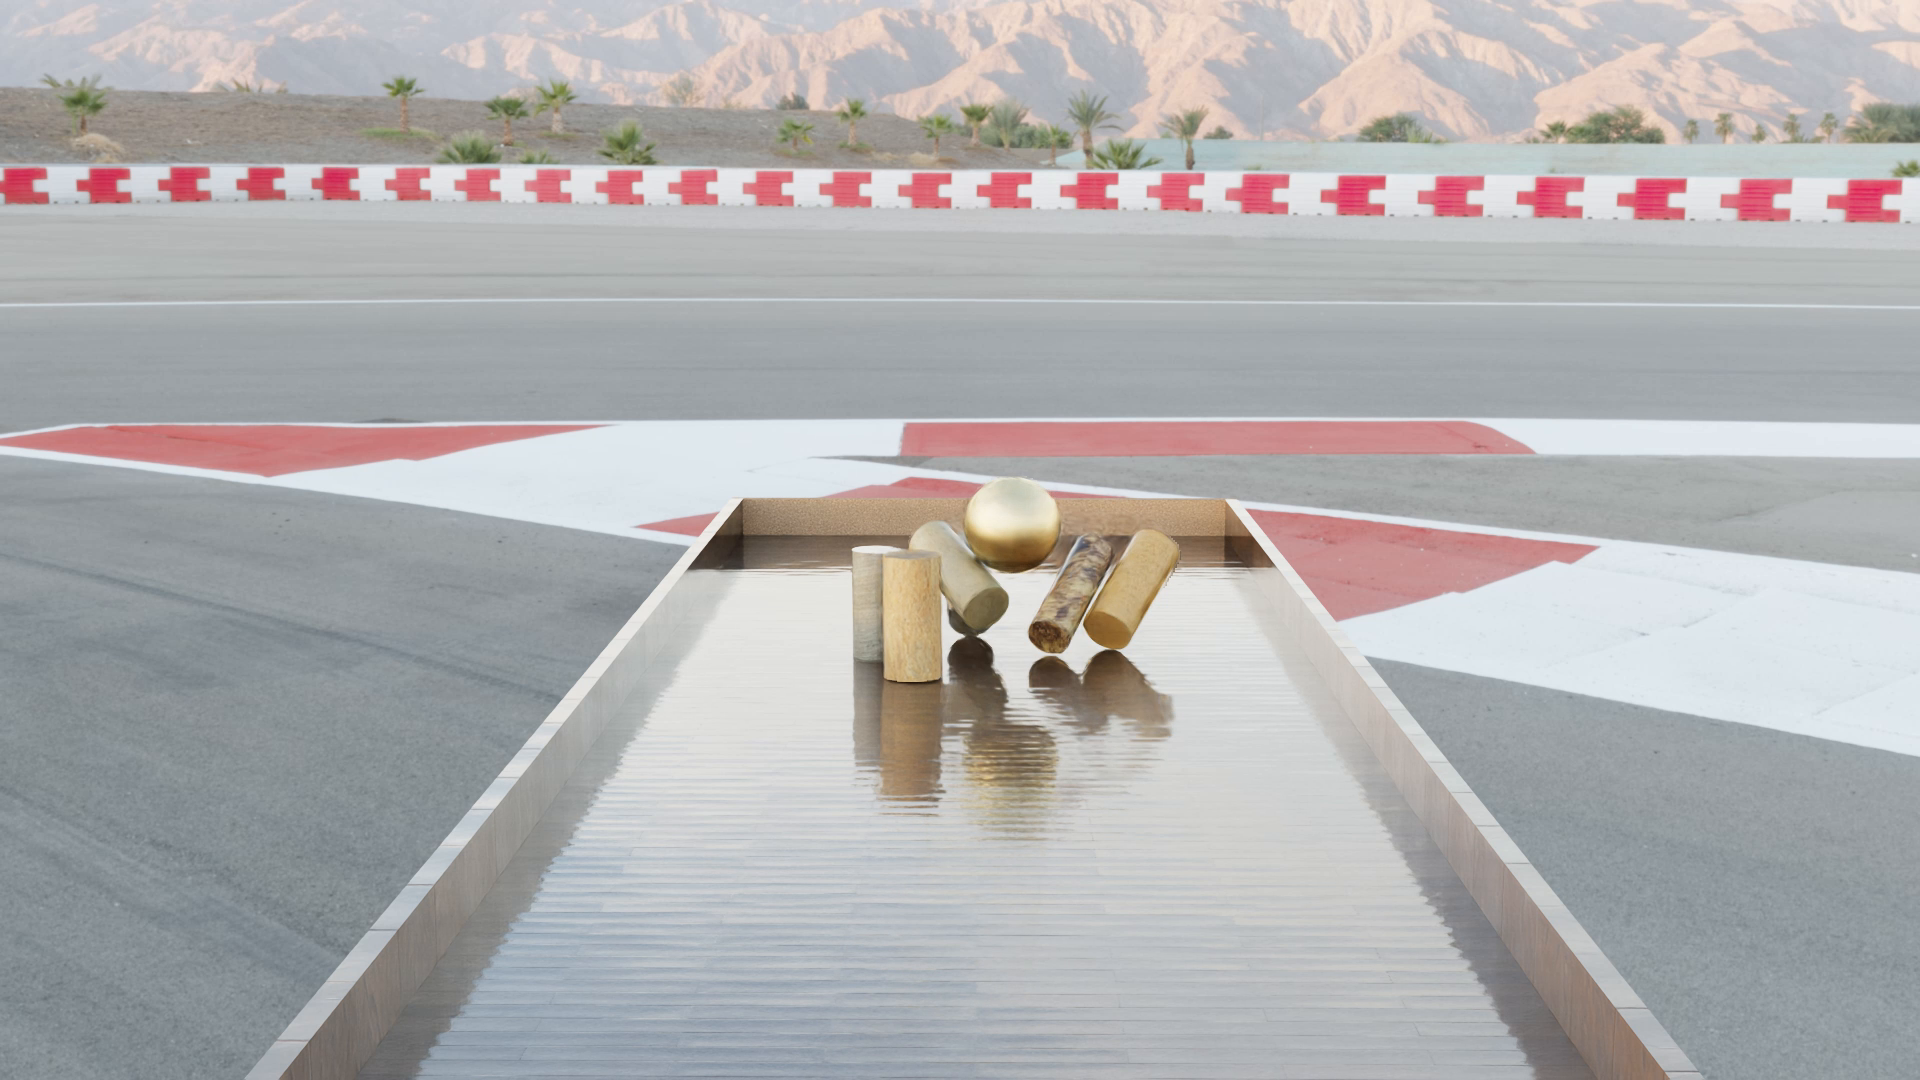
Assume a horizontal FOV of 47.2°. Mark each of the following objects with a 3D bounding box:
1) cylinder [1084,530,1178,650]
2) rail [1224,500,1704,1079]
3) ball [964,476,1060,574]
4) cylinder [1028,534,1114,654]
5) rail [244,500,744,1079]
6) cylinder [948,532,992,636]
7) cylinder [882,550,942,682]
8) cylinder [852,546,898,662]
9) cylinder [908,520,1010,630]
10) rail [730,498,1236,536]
[{"bbox_3d":[0.540,0.154,6.933,0.158,0.158,0.394,5,43,31],"label":"cylinder"},{"bbox_3d":[1.046,0.843,3.208,0.050,0.150,12.000,0,9,1],"label":"rail"},{"bbox_3d":[0.164,-0.047,6.906,0.305,0.305,0.305,0,9,0],"label":"ball"},{"bbox_3d":[0.350,0.166,6.889,0.133,0.133,0.438,4,39,24],"label":"cylinder"},{"bbox_3d":[-1.004,0.839,3.234,0.050,0.150,12.000,0,9,1],"label":"rail"},{"bbox_3d":[0.030,0.140,7.152,0.150,0.150,0.343,0,40,-2],"label":"cylinder"},{"bbox_3d":[-0.139,0.221,6.446,0.173,0.363,0.173,0,8,0],"label":"cylinder"},{"bbox_3d":[-0.258,0.194,6.711,0.141,0.336,0.141,0,9,0],"label":"cylinder"},{"bbox_3d":[-0.006,0.109,6.954,0.159,0.159,0.378,-6,36,-31],"label":"cylinder"},{"bbox_3d":[0.099,-0.098,9.147,2.100,0.150,0.050,0,9,1],"label":"rail"}]
